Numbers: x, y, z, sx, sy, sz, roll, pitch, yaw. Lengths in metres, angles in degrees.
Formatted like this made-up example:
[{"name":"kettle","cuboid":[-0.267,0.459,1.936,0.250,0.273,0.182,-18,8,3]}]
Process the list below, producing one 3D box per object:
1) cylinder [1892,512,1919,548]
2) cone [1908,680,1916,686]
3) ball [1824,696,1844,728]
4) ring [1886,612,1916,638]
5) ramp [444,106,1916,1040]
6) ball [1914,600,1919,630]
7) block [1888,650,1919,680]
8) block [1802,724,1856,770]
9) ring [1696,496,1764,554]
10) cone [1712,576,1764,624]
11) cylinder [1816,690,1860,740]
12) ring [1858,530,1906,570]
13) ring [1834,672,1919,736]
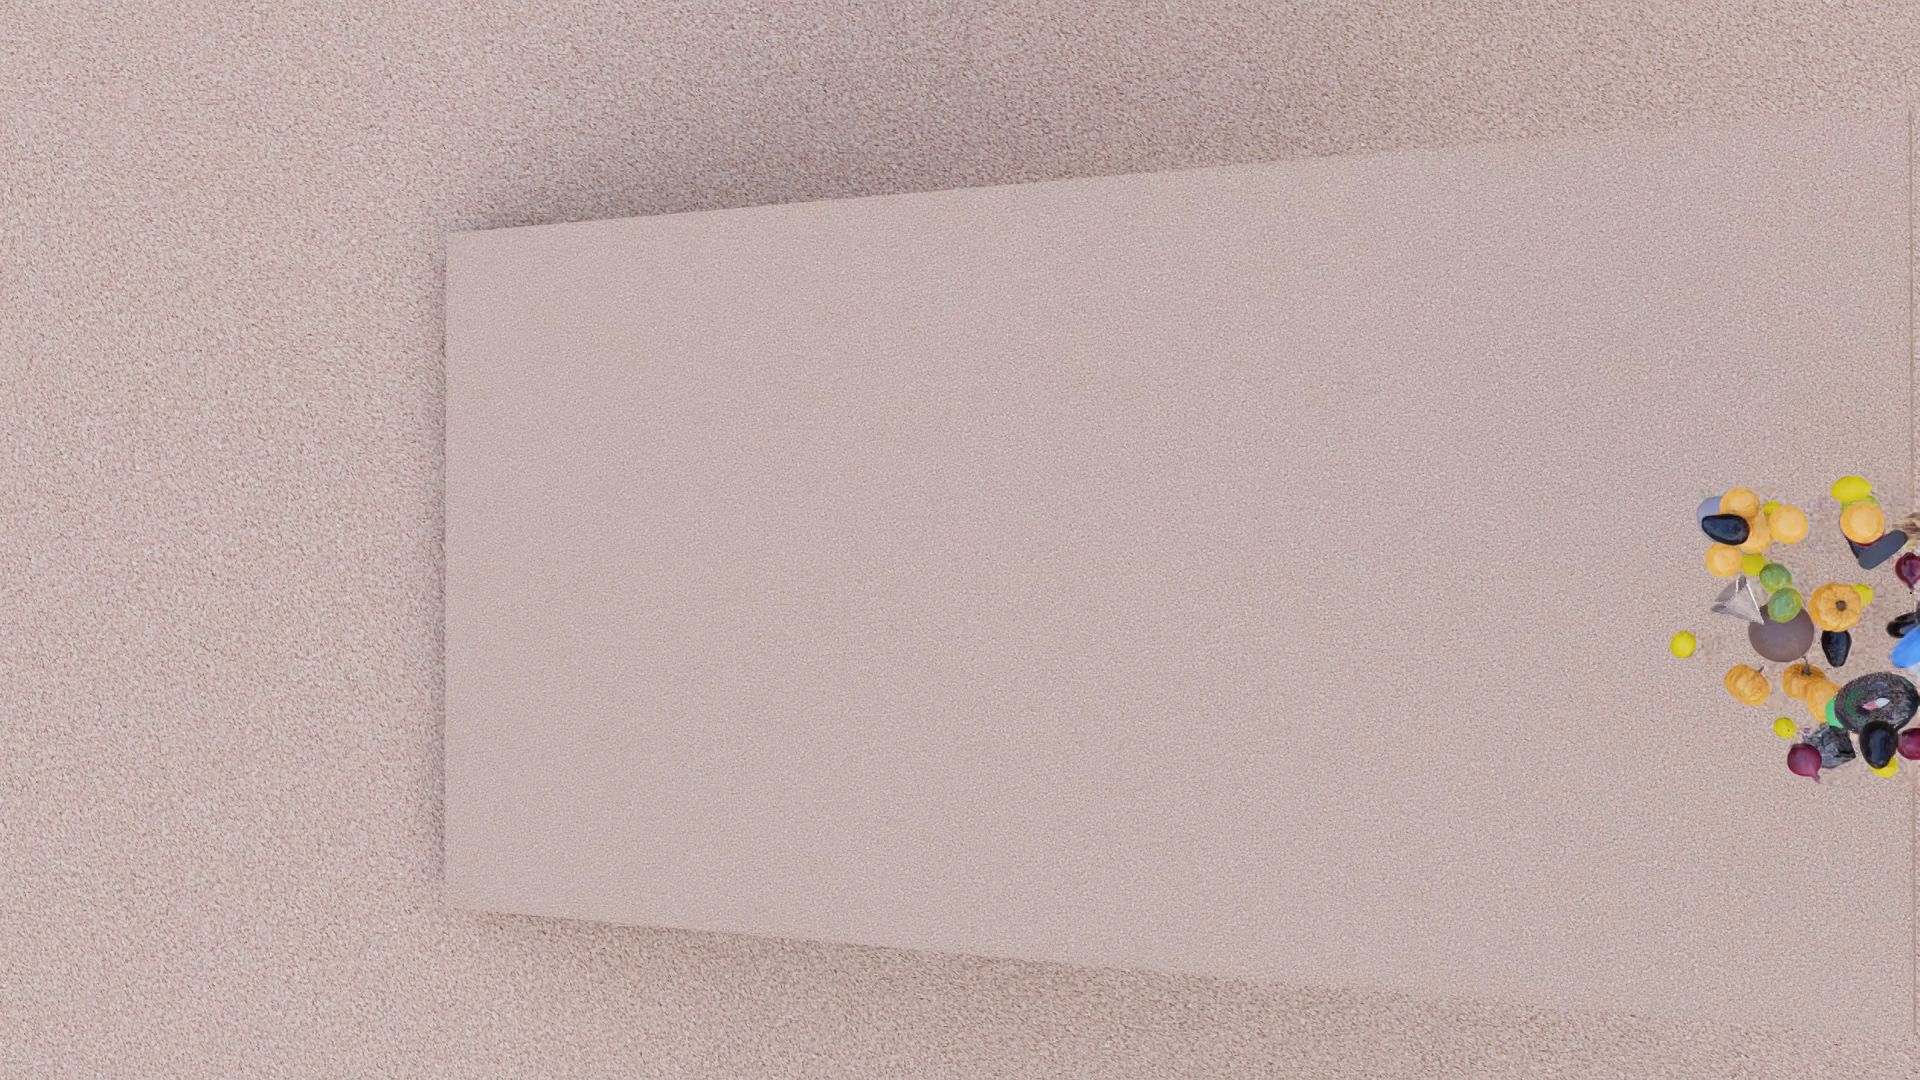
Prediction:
[{"name":"cylinder","cuboid":[1.860,-0.019,4.283,0.063,0.063,0.063,-12,89,-36]},{"name":"cone","cuboid":[1.866,0.296,4.359,0.078,0.078,0.078,15,53,-21]},{"name":"ball","cuboid":[1.725,0.337,4.292,0.070,0.070,0.070,0,89,0]},{"name":"ring","cuboid":[1.826,0.162,4.213,0.098,0.098,0.033,-19,94,0]},{"name":"ramp","cuboid":[0.279,0.079,5.665,4.000,0.100,2.000,0,89,27]},{"name":"ball","cuboid":[1.561,0.120,3.472,0.099,0.099,0.099,0,89,0]},{"name":"block","cuboid":[1.883,0.226,4.273,0.086,0.086,0.086,38,97,-4]},{"name":"block","cuboid":[1.648,0.393,4.168,0.060,0.060,0.060,13,56,-34]},{"name":"ring","cuboid":[1.627,-0.031,4.646,0.150,0.150,0.050,28,131,0]},{"name":"cone","cuboid":[1.595,0.141,4.458,0.096,0.096,0.096,41,90,-1]},{"name":"cylinder","cuboid":[1.845,0.370,4.615,0.083,0.083,0.083,2,63,0]},{"name":"ring","cuboid":[1.514,0.016,3.608,0.087,0.087,0.029,-37,79,0]},{"name":"ring","cuboid":[1.690,0.302,4.056,0.149,0.149,0.050,-30,119,0]}]
